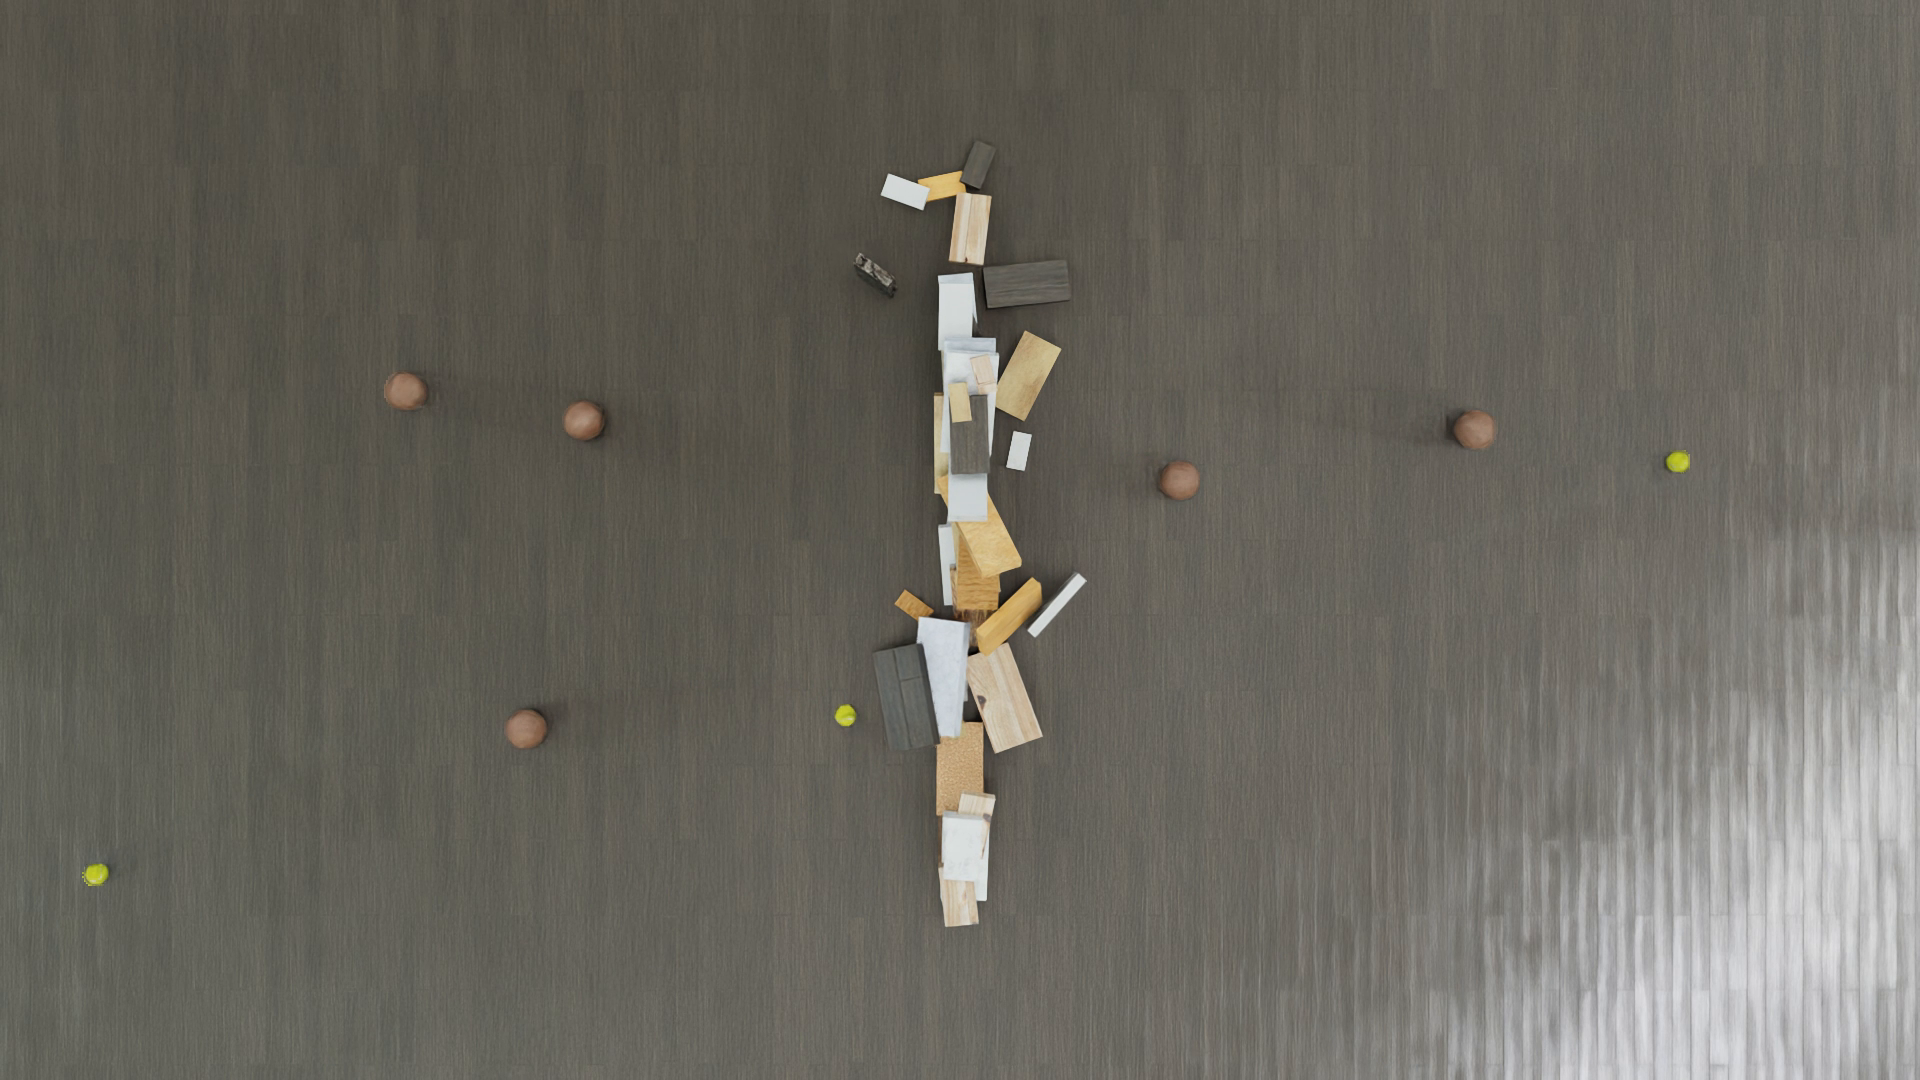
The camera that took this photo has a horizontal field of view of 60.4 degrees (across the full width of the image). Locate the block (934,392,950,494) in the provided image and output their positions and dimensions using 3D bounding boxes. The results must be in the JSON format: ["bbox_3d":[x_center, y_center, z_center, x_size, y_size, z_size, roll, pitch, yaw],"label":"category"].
[{"bbox_3d":[-0.001,-0.318,5.424,0.166,0.047,0.331,0,109,0],"label":"block"}]

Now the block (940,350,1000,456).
[{"bbox_3d":[0.030,-0.443,5.330,0.166,0.047,0.331,4,109,-1],"label":"block"}]

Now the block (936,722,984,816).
[{"bbox_3d":[0.000,0.755,5.445,0.152,0.043,0.303,0,77,0],"label":"block"}]

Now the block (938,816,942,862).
[{"bbox_3d":[0.005,0.951,5.479,0.152,0.043,0.303,0,90,0],"label":"block"}]

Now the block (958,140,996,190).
[{"bbox_3d":[0.058,-1.245,5.478,0.074,0.021,0.148,22,85,-8],"label":"block"}]

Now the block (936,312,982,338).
[{"bbox_3d":[0.016,-0.670,5.448,0.108,0.031,0.217,-22,105,5],"label":"block"}]

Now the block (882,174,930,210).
[{"bbox_3d":[-0.180,-1.155,5.476,0.148,0.021,0.074,21,95,8],"label":"block"}]

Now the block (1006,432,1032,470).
[{"bbox_3d":[0.196,-0.296,5.491,0.061,0.017,0.122,12,90,0],"label":"block"}]

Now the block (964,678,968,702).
[{"bbox_3d":[-0.004,0.476,5.492,0.060,0.017,0.120,-1,90,0],"label":"block"}]

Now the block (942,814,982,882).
[{"bbox_3d":[0.008,0.994,5.327,0.110,0.031,0.221,4,108,-1],"label":"block"}]

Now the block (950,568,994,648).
[{"bbox_3d":[0.044,0.219,5.445,0.134,0.038,0.268,-5,106,0],"label":"block"}]

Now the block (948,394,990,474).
[{"bbox_3d":[0.030,-0.339,5.302,0.125,0.035,0.249,-2,100,1],"label":"block"}]

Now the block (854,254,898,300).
[{"bbox_3d":[-0.274,-0.857,5.365,0.135,0.269,0.038,35,90,0],"label":"block"}]

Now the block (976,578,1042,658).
[{"bbox_3d":[0.162,0.253,5.392,0.038,0.133,0.266,38,68,26],"label":"block"}]

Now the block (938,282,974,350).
[{"bbox_3d":[-0.014,-0.727,5.366,0.108,0.031,0.217,1,106,-1],"label":"block"}]

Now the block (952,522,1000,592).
[{"bbox_3d":[0.050,0.043,5.369,0.134,0.038,0.268,-7,91,0],"label":"block"}]

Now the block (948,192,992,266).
[{"bbox_3d":[0.034,-1.028,5.452,0.113,0.032,0.227,7,90,0],"label":"block"}]

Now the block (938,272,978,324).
[{"bbox_3d":[-0.005,-0.766,5.458,0.113,0.032,0.227,-6,103,0],"label":"block"}]

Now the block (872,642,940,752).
[{"bbox_3d":[-0.176,0.519,5.424,0.167,0.047,0.335,-13,83,26],"label":"block"}]

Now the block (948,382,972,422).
[{"bbox_3d":[0.000,-0.440,5.258,0.061,0.017,0.122,-7,100,1],"label":"block"}]

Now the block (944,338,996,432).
[{"bbox_3d":[0.029,-0.498,5.410,0.166,0.047,0.331,1,114,0],"label":"block"}]

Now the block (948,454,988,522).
[{"bbox_3d":[0.025,-0.171,5.331,0.125,0.035,0.249,0,55,0],"label":"block"}]

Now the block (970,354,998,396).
[{"bbox_3d":[0.076,-0.529,5.267,0.061,0.017,0.122,-14,109,5],"label":"block"}]

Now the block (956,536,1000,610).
[{"bbox_3d":[0.060,0.090,5.332,0.133,0.038,0.266,2,91,0],"label":"block"}]

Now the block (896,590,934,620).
[{"bbox_3d":[-0.152,0.224,5.492,0.120,0.017,0.060,36,90,0],"label":"block"}]

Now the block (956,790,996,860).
[{"bbox_3d":[0.039,0.921,5.336,0.110,0.031,0.221,10,108,-3],"label":"block"}]

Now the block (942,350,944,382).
[{"bbox_3d":[-0.003,-0.550,5.450,0.108,0.031,0.217,-3,106,1],"label":"block"}]

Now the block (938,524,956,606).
[{"bbox_3d":[0.005,0.078,5.443,0.134,0.038,0.268,-4,107,0],"label":"block"}]

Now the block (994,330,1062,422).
[{"bbox_3d":[0.214,-0.544,5.481,0.135,0.038,0.269,27,90,0],"label":"block"}]

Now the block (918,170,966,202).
[{"bbox_3d":[-0.059,-1.175,5.489,0.148,0.021,0.074,-12,90,0],"label":"block"}]

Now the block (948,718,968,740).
[{"bbox_3d":[-0.019,0.598,5.451,0.060,0.017,0.120,-13,77,-3],"label":"block"}]

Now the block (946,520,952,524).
[{"bbox_3d":[-0.002,-0.084,5.425,0.076,0.022,0.153,7,106,-3],"label":"block"}]

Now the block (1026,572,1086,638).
[{"bbox_3d":[0.314,0.212,5.437,0.035,0.125,0.249,42,90,-2],"label":"block"}]

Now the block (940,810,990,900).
[{"bbox_3d":[0.016,1.037,5.413,0.152,0.043,0.303,2,108,-1],"label":"block"}]

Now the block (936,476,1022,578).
[{"bbox_3d":[0.058,-0.059,5.296,0.133,0.038,0.398,-18,57,-12],"label":"block"}]

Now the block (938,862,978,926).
[{"bbox_3d":[-0.004,1.161,5.414,0.110,0.031,0.221,-6,108,2],"label":"block"}]

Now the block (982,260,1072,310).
[{"bbox_3d":[0.220,-0.846,5.465,0.280,0.038,0.135,-7,90,-7],"label":"block"}]

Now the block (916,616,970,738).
[{"bbox_3d":[-0.067,0.448,5.426,0.167,0.047,0.375,6,91,27],"label":"block"}]

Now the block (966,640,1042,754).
[{"bbox_3d":[0.137,0.519,5.457,0.167,0.047,0.335,-20,95,2],"label":"block"}]

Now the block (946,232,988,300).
[{"bbox_3d":[0.019,-0.920,5.484,0.113,0.032,0.227,9,90,0],"label":"block"}]
